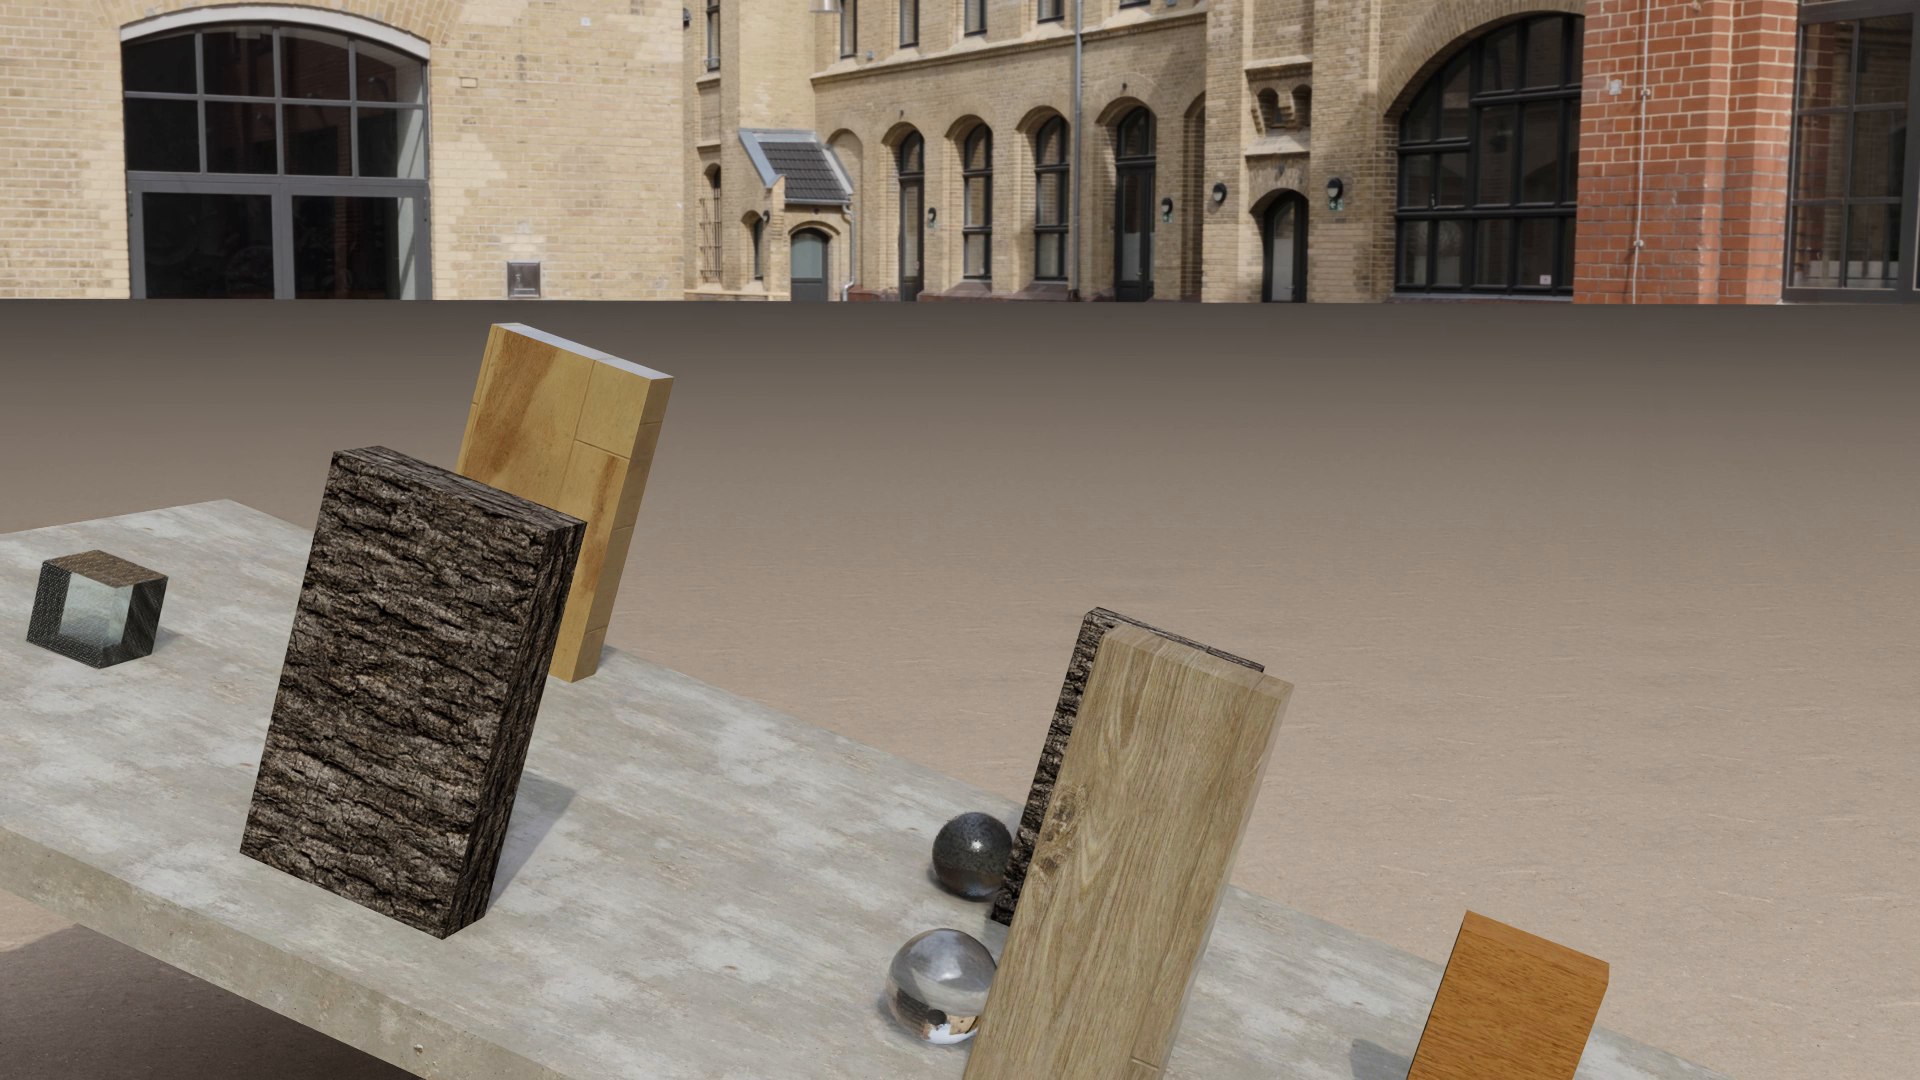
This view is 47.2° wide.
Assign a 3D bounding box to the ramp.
[{"bbox_3d":[-0.366,0.703,4.232,4.000,0.100,2.000,20,12,14],"label":"ramp"}]

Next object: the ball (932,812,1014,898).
[{"bbox_3d":[0.029,0.635,4.435,0.169,0.169,0.169,0,7,0],"label":"ball"}]

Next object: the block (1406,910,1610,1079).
[{"bbox_3d":[0.908,0.894,3.751,0.250,0.448,0.113,20,12,14],"label":"block"}]

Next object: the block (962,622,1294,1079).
[{"bbox_3d":[0.270,0.561,3.572,0.299,0.788,0.137,20,12,14],"label":"block"}]

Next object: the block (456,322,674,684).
[{"bbox_3d":[-0.956,-0.088,5.056,0.410,0.727,0.124,20,12,14],"label":"block"}]

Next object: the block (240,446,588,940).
[{"bbox_3d":[-0.902,0.246,3.612,0.395,0.706,0.137,20,12,14],"label":"block"}]

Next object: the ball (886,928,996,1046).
[{"bbox_3d":[-0.029,0.756,3.723,0.194,0.194,0.194,0,7,0],"label":"ball"}]

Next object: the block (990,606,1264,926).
[{"bbox_3d":[0.324,0.497,4.298,0.347,0.648,0.103,20,12,14],"label":"block"}]

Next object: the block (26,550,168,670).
[{"bbox_3d":[-1.706,0.135,4.353,0.168,0.168,0.168,19,12,12],"label":"block"}]

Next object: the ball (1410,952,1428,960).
[{"bbox_3d":[1.144,1.113,5.580,0.133,0.133,0.133,0,7,0],"label":"ball"}]
